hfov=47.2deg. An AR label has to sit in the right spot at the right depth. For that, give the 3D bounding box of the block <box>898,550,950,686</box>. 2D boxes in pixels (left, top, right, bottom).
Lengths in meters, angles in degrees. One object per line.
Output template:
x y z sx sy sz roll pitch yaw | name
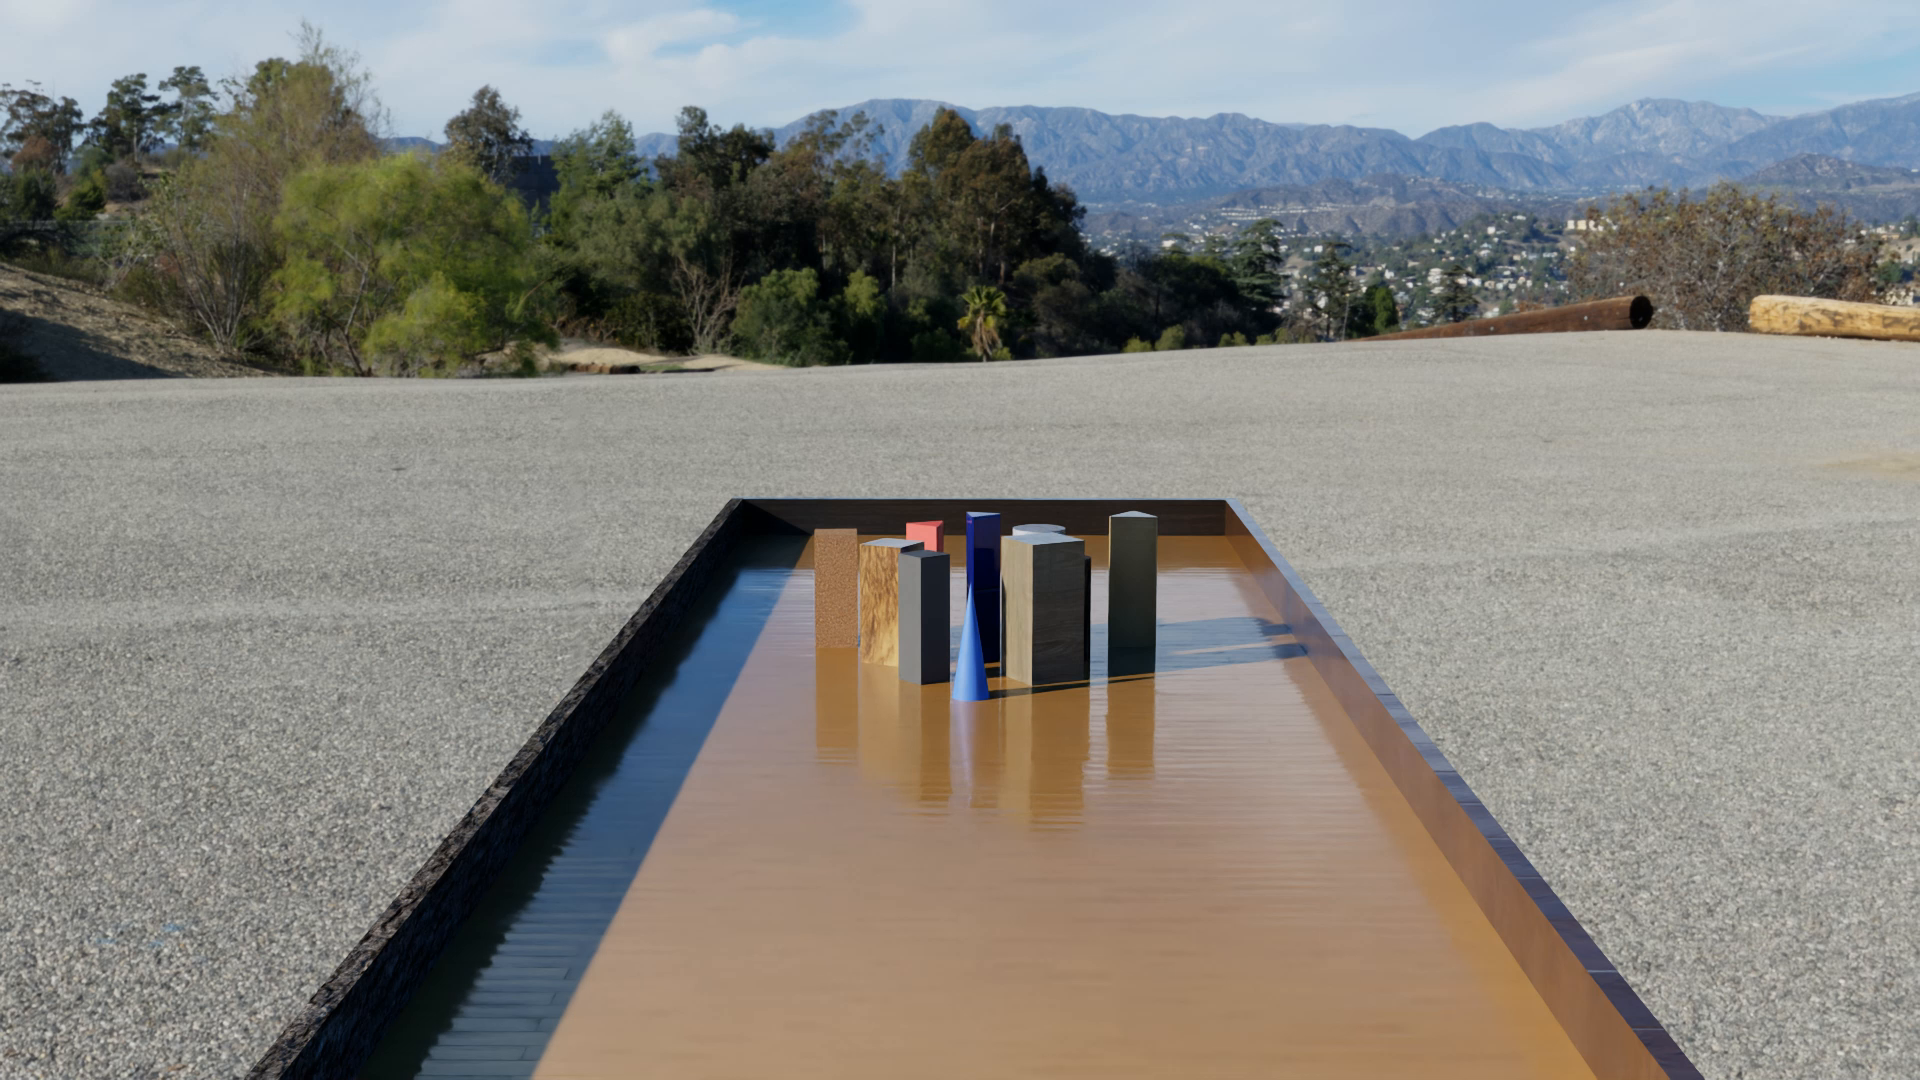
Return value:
-0.104 0.224 6.405 0.107 0.373 0.107 -7 11 -38 | block

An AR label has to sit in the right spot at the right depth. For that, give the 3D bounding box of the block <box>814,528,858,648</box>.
-0.390 0.151 6.923 0.133 0.355 0.133 0 9 -3 | block

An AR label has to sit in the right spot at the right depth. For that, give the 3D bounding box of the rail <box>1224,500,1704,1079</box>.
1.046 0.843 3.208 0.050 0.150 12.000 0 9 1 | rail

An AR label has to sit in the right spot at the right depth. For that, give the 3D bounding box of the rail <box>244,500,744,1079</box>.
-1.004 0.839 3.234 0.050 0.150 12.000 0 9 1 | rail

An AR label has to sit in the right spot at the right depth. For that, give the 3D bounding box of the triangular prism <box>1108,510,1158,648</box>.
0.544 0.121 6.926 0.147 0.413 0.127 1 9 5 | triangular prism

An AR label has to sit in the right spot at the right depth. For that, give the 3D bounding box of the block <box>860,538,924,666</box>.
-0.204 0.187 6.671 0.142 0.362 0.142 5 10 29 | block

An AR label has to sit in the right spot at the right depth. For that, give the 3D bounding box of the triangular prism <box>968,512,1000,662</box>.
0.051 0.143 6.667 0.108 0.451 0.093 -7 11 -38 | triangular prism

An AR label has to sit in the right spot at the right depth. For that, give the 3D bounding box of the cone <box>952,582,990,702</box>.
0.031 0.279 6.186 0.106 0.333 0.106 0 9 0 | cone

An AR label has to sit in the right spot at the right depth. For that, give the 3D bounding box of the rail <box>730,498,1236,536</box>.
0.099 -0.098 9.147 2.100 0.150 0.050 0 9 1 | rail

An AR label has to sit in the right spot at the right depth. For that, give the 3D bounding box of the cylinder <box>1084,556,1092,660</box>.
0.344 0.207 6.708 0.111 0.312 0.111 0 9 0 | cylinder

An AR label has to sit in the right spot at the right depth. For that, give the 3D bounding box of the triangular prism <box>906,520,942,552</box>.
-0.087 0.134 6.943 0.123 0.381 0.106 7 11 36 | triangular prism

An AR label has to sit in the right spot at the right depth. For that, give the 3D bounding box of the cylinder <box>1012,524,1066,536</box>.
0.249 0.142 6.947 0.166 0.365 0.166 0 9 0 | cylinder

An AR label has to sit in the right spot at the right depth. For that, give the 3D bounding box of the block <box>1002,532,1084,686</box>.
0.242 0.199 6.437 0.176 0.412 0.176 -5 10 -29 | block
